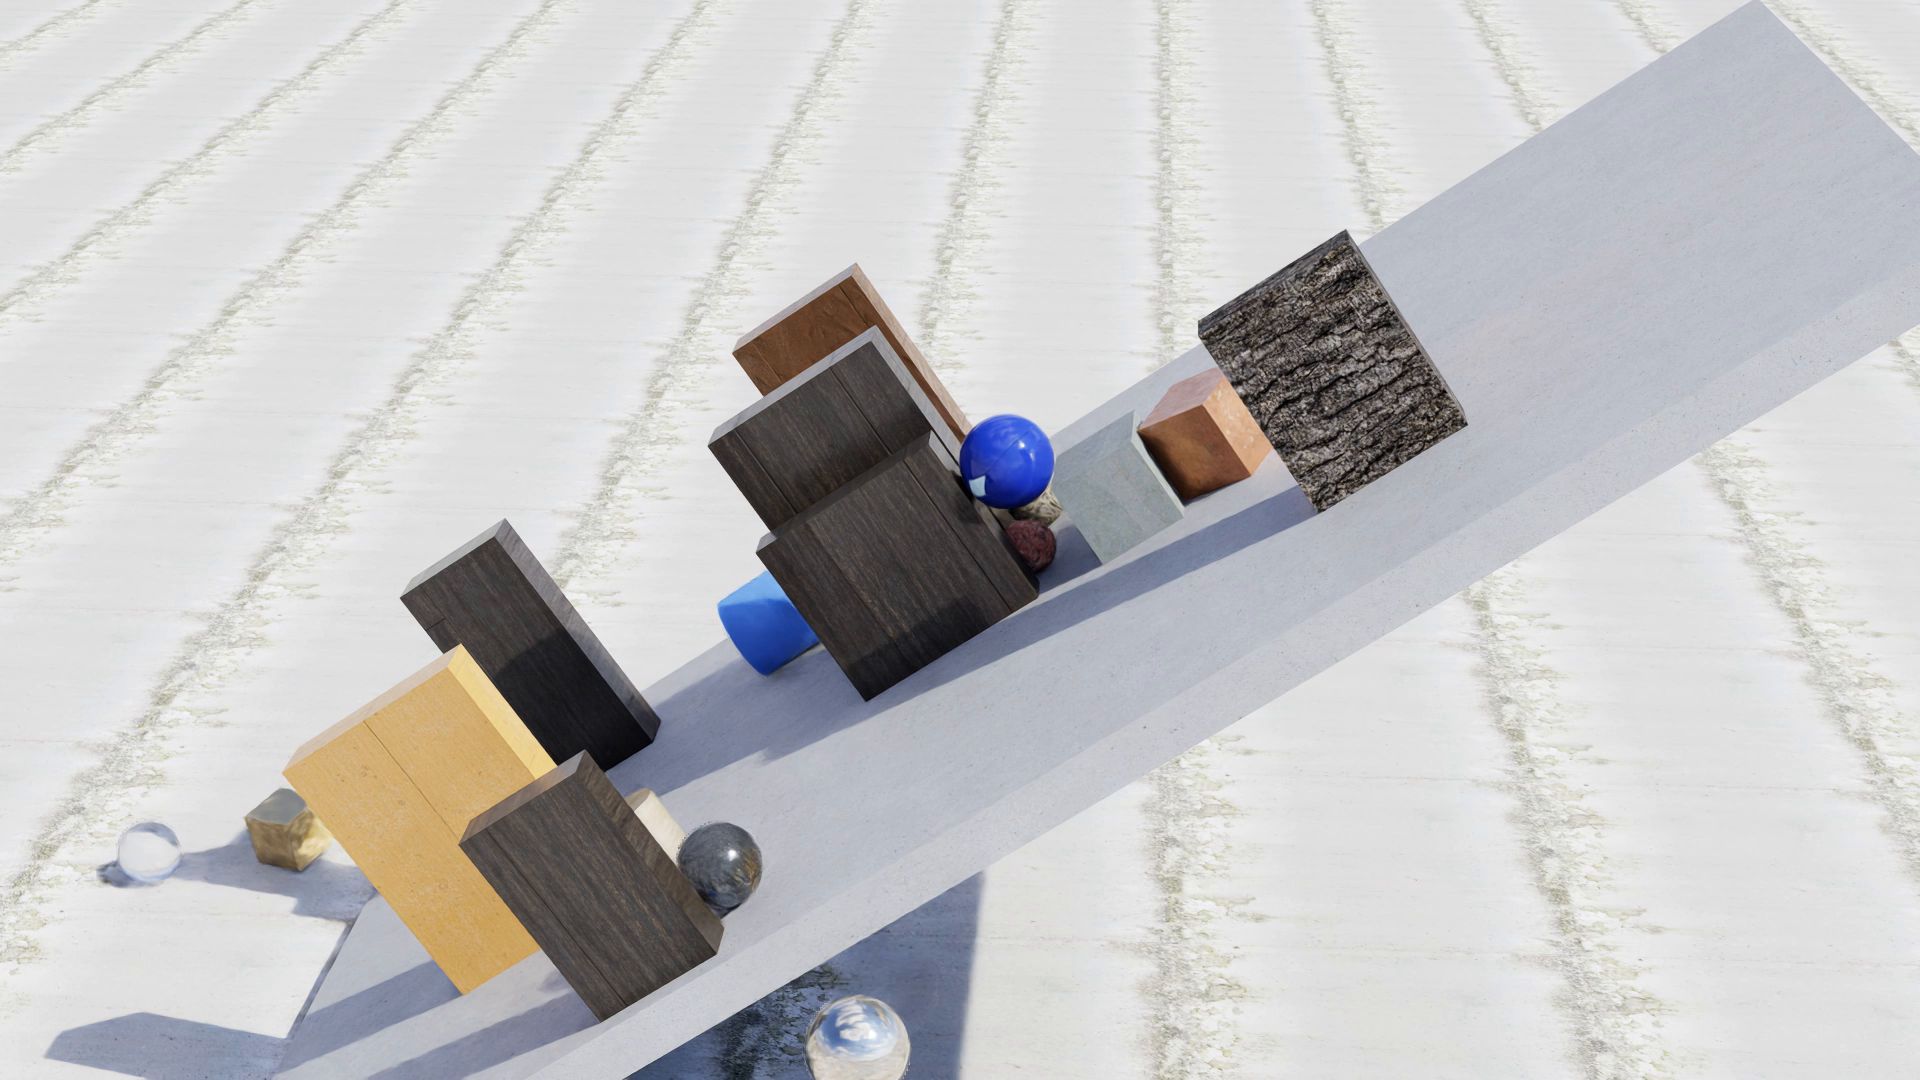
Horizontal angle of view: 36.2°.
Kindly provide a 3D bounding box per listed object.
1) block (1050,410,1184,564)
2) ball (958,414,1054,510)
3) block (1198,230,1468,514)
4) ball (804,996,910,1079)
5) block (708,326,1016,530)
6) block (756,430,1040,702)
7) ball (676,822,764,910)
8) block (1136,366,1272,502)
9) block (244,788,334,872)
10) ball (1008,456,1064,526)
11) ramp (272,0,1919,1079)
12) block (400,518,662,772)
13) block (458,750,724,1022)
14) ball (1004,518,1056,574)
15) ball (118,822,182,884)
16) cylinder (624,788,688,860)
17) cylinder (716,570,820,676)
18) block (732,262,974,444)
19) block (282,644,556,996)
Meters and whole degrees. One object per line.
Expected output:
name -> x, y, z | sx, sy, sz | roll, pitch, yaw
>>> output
block -> 0.333, -0.112, 6.159 | 0.199, 0.199, 0.199 | -31, 16, 16
ball -> 0.098, -0.164, 6.158 | 0.201, 0.201, 0.201 | 0, 21, 0
block -> 0.702, -0.315, 5.546 | 0.329, 0.423, 0.099 | -32, 16, 14
ball -> -0.183, 0.903, 5.228 | 0.186, 0.186, 0.186 | 0, 21, 0
block -> -0.189, -0.091, 6.423 | 0.433, 0.618, 0.117 | -32, 16, 14
block -> -0.131, 0.058, 6.246 | 0.445, 0.410, 0.091 | -32, 16, 14
ball -> -0.466, 0.632, 5.710 | 0.168, 0.168, 0.168 | 0, 21, 0
block -> 0.524, -0.230, 6.129 | 0.185, 0.185, 0.185 | -22, 21, 42
block -> -1.773, 0.765, 7.778 | 0.146, 0.146, 0.146 | 7, 32, 29
ball -> 0.149, -0.115, 6.582 | 0.191, 0.191, 0.191 | 0, 21, 0
ramp -> 0.137, 0.172, 6.301 | 4.000, 0.100, 2.000 | -32, 16, 14
block -> -1.028, 0.289, 7.064 | 0.287, 0.631, 0.125 | -32, 16, 14
block -> -0.697, 0.659, 5.586 | 0.277, 0.450, 0.104 | -32, 16, 14
ball -> 0.147, 0.014, 6.323 | 0.121, 0.121, 0.121 | 0, 21, 0
ball -> -2.114, 0.815, 7.671 | 0.162, 0.162, 0.162 | 0, 21, 0
cylinder -> -0.672, 0.621, 6.249 | 0.135, 0.135, 0.135 | -33, 15, 10
cylinder -> -0.426, 0.176, 6.917 | 0.208, 0.208, 0.208 | -33, 20, 8
block -> -0.216, -0.304, 7.083 | 0.350, 0.636, 0.116 | -32, 16, 14
block -> -1.051, 0.595, 6.210 | 0.443, 0.624, 0.124 | -32, 16, 14
